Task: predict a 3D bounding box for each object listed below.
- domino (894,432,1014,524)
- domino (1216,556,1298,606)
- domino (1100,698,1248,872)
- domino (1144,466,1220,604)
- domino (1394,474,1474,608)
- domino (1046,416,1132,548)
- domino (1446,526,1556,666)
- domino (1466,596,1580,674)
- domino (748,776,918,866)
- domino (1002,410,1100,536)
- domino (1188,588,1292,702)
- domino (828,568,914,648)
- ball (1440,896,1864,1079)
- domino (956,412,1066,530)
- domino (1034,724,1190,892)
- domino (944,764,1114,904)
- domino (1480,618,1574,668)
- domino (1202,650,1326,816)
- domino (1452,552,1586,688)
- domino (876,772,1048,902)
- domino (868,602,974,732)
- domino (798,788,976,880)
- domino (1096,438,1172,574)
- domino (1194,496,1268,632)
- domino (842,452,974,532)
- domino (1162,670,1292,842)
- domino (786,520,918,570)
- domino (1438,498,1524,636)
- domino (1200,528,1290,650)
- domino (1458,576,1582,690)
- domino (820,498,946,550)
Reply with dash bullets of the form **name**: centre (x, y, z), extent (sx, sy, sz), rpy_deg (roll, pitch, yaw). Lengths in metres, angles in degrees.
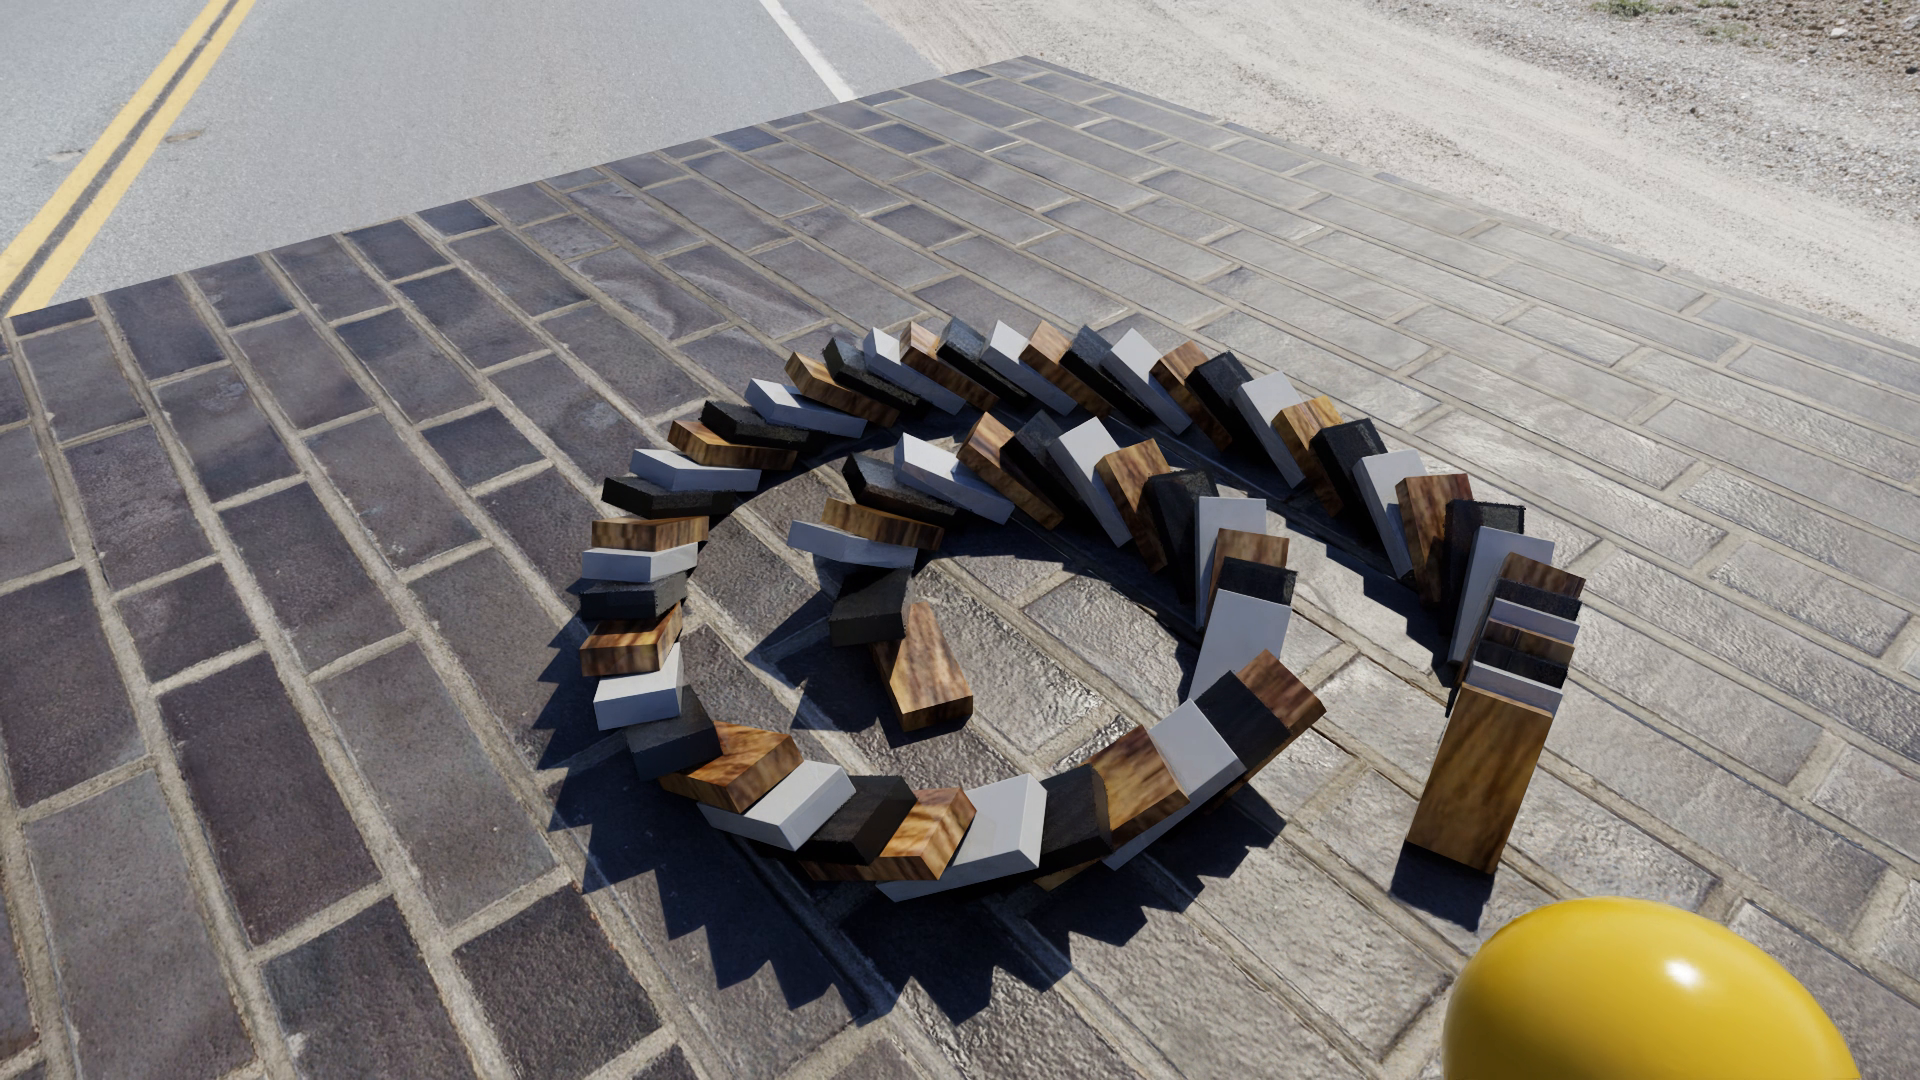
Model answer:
- **domino**: centre (-0.003, -0.025, 0.455), extent (0.050, 0.009, 0.025), rpy_deg (22, 28, -17)
- **domino**: centre (0.099, 0.033, 0.382), extent (0.025, 0.009, 0.050), rpy_deg (12, 75, 13)
- **domino**: centre (0.058, 0.074, 0.333), extent (0.050, 0.010, 0.025), rpy_deg (-39, 46, 5)
- **domino**: centre (0.091, -0.002, 0.427), extent (0.025, 0.009, 0.050), rpy_deg (-10, 72, -12)
- **domino**: centre (0.187, 0.000, 0.423), extent (0.025, 0.010, 0.050), rpy_deg (-4, 72, -5)
- **domino**: centre (0.060, -0.024, 0.451), extent (0.025, 0.010, 0.050), rpy_deg (-30, 82, -37)
- **domino**: centre (0.193, 0.022, 0.393), extent (0.025, 0.009, 0.050), rpy_deg (14, 80, 15)
- **domino**: centre (0.178, 0.046, 0.357), extent (0.025, 0.050, 0.010), rpy_deg (19, 10, 22)
- **domino**: centre (-0.039, 0.082, 0.323), extent (0.050, 0.009, 0.025), rpy_deg (-12, 27, 43)
- **domino**: centre (0.043, -0.028, 0.456), extent (0.050, 0.010, 0.025), rpy_deg (46, 46, -2)
- **domino**: centre (0.092, 0.044, 0.369), extent (0.025, 0.010, 0.050), rpy_deg (15, 76, 17)
- **domino**: centre (-0.031, 0.023, 0.398), extent (0.025, 0.010, 0.050), rpy_deg (-7, 16, 3)
- **ball**: centre (0.149, 0.120, 0.241), extent (0.080, 0.080, 0.080), rpy_deg (0, 39, 0)
- **domino**: centre (0.024, -0.029, 0.457), extent (0.050, 0.010, 0.025), rpy_deg (37, 42, -10)
- **domino**: centre (0.040, 0.079, 0.326), extent (0.050, 0.010, 0.025), rpy_deg (-35, 42, 9)
- **domino**: centre (0.019, 0.086, 0.320), extent (0.050, 0.009, 0.025), rpy_deg (-25, 35, 18)
- **domino**: centre (0.173, 0.053, 0.349), extent (0.025, 0.050, 0.010), rpy_deg (19, 10, 22)
- **domino**: centre (0.088, 0.061, 0.349), extent (0.050, 0.009, 0.025), rpy_deg (-42, 48, 2)
- **domino**: centre (0.193, 0.032, 0.380), extent (0.025, 0.009, 0.050), rpy_deg (23, 82, 19)
- **domino**: centre (0.000, 0.086, 0.316), extent (0.050, 0.009, 0.025), rpy_deg (-23, 33, 29)
- **domino**: centre (-0.016, 0.044, 0.390), extent (0.025, 0.010, 0.050), rpy_deg (-13, 41, -15)
- **domino**: centre (-0.022, 0.085, 0.319), extent (0.050, 0.010, 0.025), rpy_deg (-15, 27, 39)
- **domino**: centre (0.077, -0.014, 0.440), extent (0.025, 0.009, 0.050), rpy_deg (-20, 76, -25)
- **domino**: centre (0.101, 0.009, 0.411), extent (0.025, 0.010, 0.050), rpy_deg (2, 73, 2)
- **domino**: centre (-0.021, -0.019, 0.447), extent (0.050, 0.010, 0.025), rpy_deg (15, 26, -31)
- **domino**: centre (0.074, 0.067, 0.341), extent (0.050, 0.009, 0.025), rpy_deg (-42, 48, 2)
- **domino**: centre (-0.040, 0.002, 0.415), extent (0.025, 0.009, 0.050), rpy_deg (15, 2, 28)
- **domino**: centre (0.193, 0.011, 0.406), extent (0.025, 0.009, 0.050), rpy_deg (7, 79, 8)
- **domino**: centre (0.102, 0.022, 0.396), extent (0.025, 0.010, 0.050), rpy_deg (9, 74, 11)
- **domino**: centre (0.184, 0.040, 0.365), extent (0.025, 0.050, 0.010), rpy_deg (18, 10, 21)
- **domino**: centre (-0.029, -0.006, 0.426), extent (0.025, 0.010, 0.050), rpy_deg (19, 4, 26)
